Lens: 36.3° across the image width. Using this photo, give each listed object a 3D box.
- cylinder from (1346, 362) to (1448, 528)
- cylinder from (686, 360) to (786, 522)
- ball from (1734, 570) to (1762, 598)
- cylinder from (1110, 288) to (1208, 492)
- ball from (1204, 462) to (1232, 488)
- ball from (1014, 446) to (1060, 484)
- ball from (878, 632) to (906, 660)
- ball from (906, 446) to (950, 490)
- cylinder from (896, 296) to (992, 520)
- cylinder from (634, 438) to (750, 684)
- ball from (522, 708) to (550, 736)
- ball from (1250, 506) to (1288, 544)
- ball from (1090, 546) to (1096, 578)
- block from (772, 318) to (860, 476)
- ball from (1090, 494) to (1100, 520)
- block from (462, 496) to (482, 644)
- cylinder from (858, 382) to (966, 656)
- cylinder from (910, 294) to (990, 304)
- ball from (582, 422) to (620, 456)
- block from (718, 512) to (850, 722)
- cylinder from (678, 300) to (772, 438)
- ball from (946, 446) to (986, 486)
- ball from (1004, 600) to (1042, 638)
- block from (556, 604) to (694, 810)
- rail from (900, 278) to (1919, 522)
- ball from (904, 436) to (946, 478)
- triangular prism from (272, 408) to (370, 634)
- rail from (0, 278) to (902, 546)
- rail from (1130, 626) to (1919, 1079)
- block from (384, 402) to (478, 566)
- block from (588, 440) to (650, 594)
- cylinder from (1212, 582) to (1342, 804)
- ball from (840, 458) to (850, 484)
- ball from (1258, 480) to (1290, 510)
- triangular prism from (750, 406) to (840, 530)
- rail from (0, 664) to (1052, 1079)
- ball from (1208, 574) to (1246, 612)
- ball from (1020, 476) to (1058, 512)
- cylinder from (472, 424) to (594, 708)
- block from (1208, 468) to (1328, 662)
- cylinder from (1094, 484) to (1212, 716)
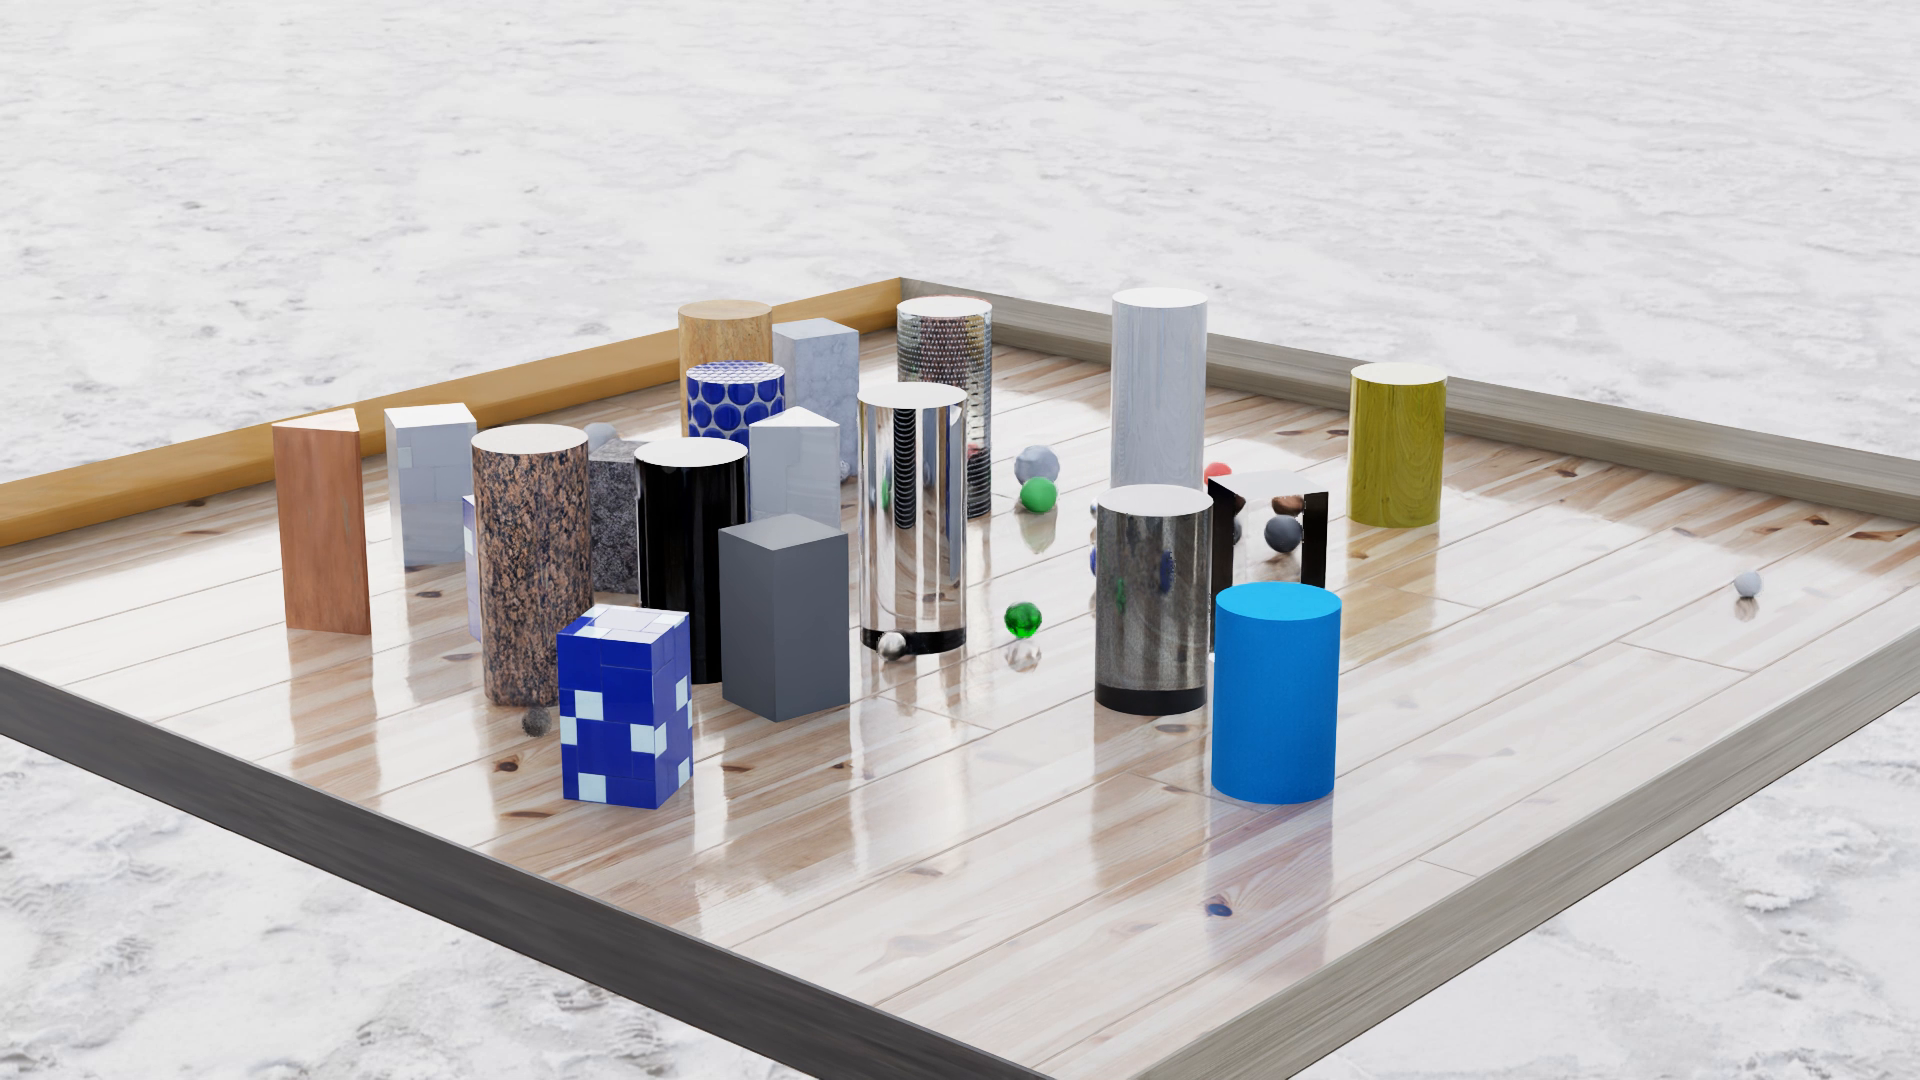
[{"bbox_3d":[0.823,-0.180,5.540,0.179,0.276,0.179,0,17,0],"label":"cylinder"},{"bbox_3d":[-0.407,-0.152,5.370,0.179,0.320,0.179,0,17,0],"label":"cylinder"},{"bbox_3d":[1.368,0.076,5.091,0.047,0.047,0.047,0,17,0],"label":"ball"},{"bbox_3d":[0.375,-0.256,5.551,0.179,0.415,0.179,0,17,0],"label":"cylinder"},{"bbox_3d":[0.504,-0.124,5.729,0.058,0.058,0.058,0,17,0],"label":"ball"},{"bbox_3d":[0.150,-0.141,5.734,0.089,0.089,0.089,0,17,0],"label":"ball"},{"bbox_3d":[-0.110,0.173,4.772,0.047,0.047,0.047,0,17,0],"label":"ball"},{"bbox_3d":[-0.064,-0.141,5.737,0.086,0.086,0.086,0,17,0],"label":"ball"},{"bbox_3d":[-0.029,-0.250,5.569,0.179,0.394,0.179,0,17,0],"label":"cylinder"},{"bbox_3d":[-0.426,0.032,4.696,0.179,0.360,0.179,0,17,0],"label":"cylinder"},{"bbox_3d":[-0.642,0.276,4.440,0.042,0.042,0.042,0,17,0],"label":"ball"},{"bbox_3d":[0.567,-0.028,5.393,0.069,0.069,0.069,0,17,0],"label":"ball"},{"bbox_3d":[0.268,0.039,5.151,0.083,0.083,0.083,0,17,0],"label":"ball"},{"bbox_3d":[-0.298,-0.278,5.832,0.143,0.293,0.143,-10,20,-30],"label":"block"},{"bbox_3d":[0.272,-0.058,5.514,0.058,0.058,0.058,0,17,0],"label":"ball"},{"bbox_3d":[-0.724,0.051,4.843,0.143,0.238,0.143,-9,19,-26],"label":"block"},{"bbox_3d":[-0.078,-0.036,4.824,0.179,0.416,0.179,0,17,0],"label":"cylinder"},{"bbox_3d":[-0.027,-0.328,5.966,0.179,0.311,0.179,0,17,0],"label":"cylinder"},{"bbox_3d":[-0.728,-0.193,5.905,0.089,0.089,0.089,0,17,0],"label":"ball"},{"bbox_3d":[-0.272,0.119,4.552,0.143,0.277,0.143,-13,21,-37],"label":"block"},{"bbox_3d":[-0.449,-0.263,5.650,0.179,0.371,0.179,0,17,0],"label":"cylinder"},{"bbox_3d":[0.012,-0.146,5.768,0.077,0.077,0.077,0,17,0],"label":"ball"},{"bbox_3d":[0.105,0.131,4.881,0.063,0.063,0.063,0,17,0],"label":"ball"},{"bbox_3d":[-0.479,0.238,4.208,0.143,0.249,0.143,5,18,16],"label":"block"},{"bbox_3d":[0.968,-0.294,6.188,2.990,0.116,0.045,14,22,39],"label":"rail"},{"bbox_3d":[-0.069,-0.164,5.820,0.082,0.082,0.082,0,17,0],"label":"ball"},{"bbox_3d":[-1.043,-0.034,4.929,0.155,0.352,0.134,5,17,15],"label":"triangular prism"},{"bbox_3d":[-1.111,-0.251,6.045,0.045,0.116,3.000,14,22,39],"label":"rail"},{"bbox_3d":[1.111,0.309,4.199,0.045,0.116,3.000,14,22,39],"label":"rail"},{"bbox_3d":[-0.954,-0.101,5.313,0.143,0.257,0.143,-6,18,-18],"label":"block"},{"bbox_3d":[-0.564,-0.040,5.143,0.143,0.238,0.143,4,17,13],"label":"block"},{"bbox_3d":[0.455,0.219,4.223,0.179,0.277,0.179,0,17,0],"label":"cylinder"},{"bbox_3d":[-0.244,-0.137,5.782,0.053,0.053,0.053,0,17,0],"label":"ball"},{"bbox_3d":[0.599,-0.086,5.600,0.060,0.060,0.060,0,17,0],"label":"ball"},{"bbox_3d":[-0.289,-0.083,5.206,0.155,0.283,0.134,0,17,0],"label":"triangular prism"},{"bbox_3d":[-0.968,0.353,4.055,2.990,0.116,0.045,14,22,39],"label":"rail"},{"bbox_3d":[0.457,0.094,4.987,0.071,0.071,0.071,0,17,0],"label":"ball"},{"bbox_3d":[0.150,-0.087,5.586,0.071,0.071,0.071,0,17,0],"label":"ball"},{"bbox_3d":[-0.664,0.039,4.587,0.179,0.409,0.179,0,17,0],"label":"cylinder"},{"bbox_3d":[0.491,0.055,4.719,0.143,0.302,0.143,-6,18,-20],"label":"block"},{"bbox_3d":[0.301,0.092,4.564,0.179,0.321,0.179,0,17,0],"label":"cylinder"}]
